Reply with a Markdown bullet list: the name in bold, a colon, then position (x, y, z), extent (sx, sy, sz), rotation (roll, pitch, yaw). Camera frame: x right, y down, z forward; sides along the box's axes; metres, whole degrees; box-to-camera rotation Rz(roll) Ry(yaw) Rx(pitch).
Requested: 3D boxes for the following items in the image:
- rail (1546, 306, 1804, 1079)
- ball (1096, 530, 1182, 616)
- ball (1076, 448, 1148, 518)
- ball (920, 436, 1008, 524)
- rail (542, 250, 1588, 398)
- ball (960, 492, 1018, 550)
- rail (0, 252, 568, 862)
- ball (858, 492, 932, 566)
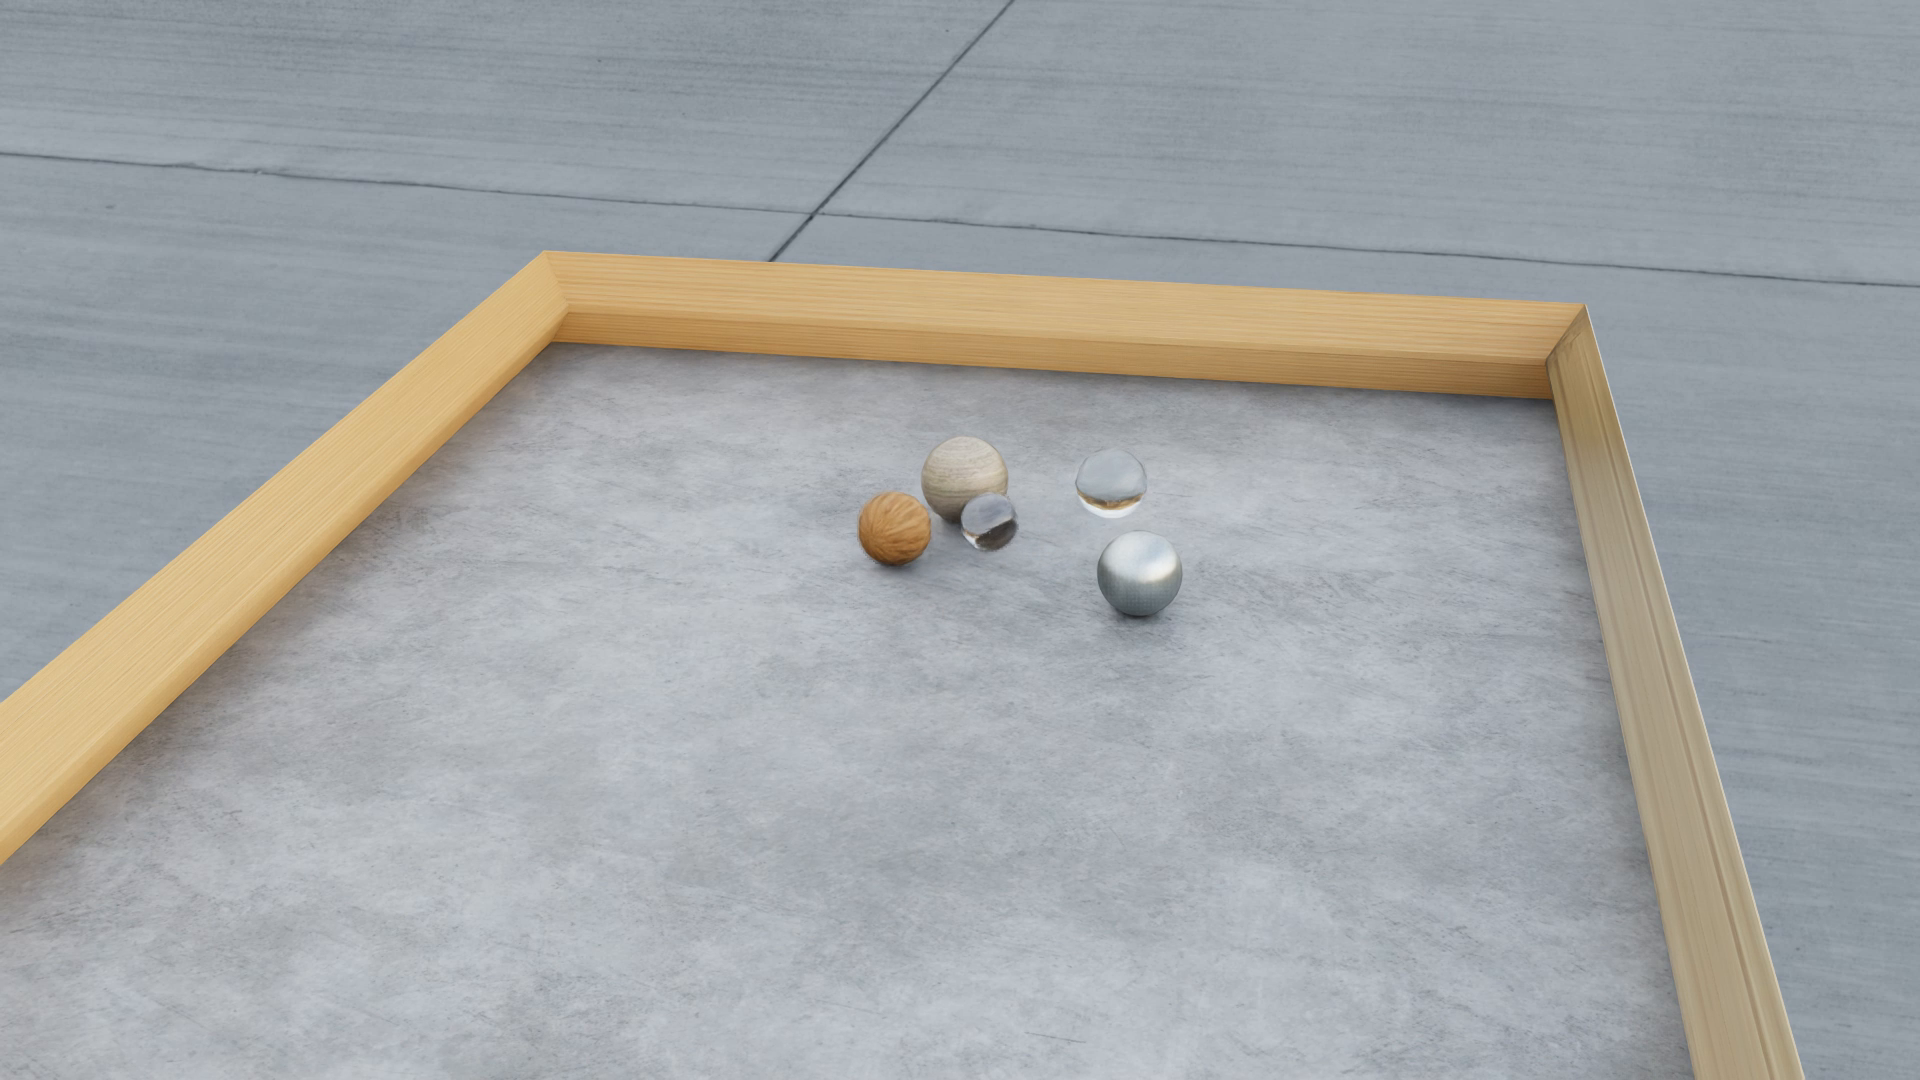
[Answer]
- **rail**: position (0.524, 0.280, 1.560), extent (0.045, 0.123, 2.552), rotation (4, 24, 9)
- **ball**: position (0.177, 0.032, 2.164), extent (0.085, 0.085, 0.085), rotation (0, 24, 0)
- **ball**: position (0.164, -0.061, 2.383), extent (0.077, 0.077, 0.077), rotation (0, 24, 0)
- **ball**: position (0.005, -0.065, 2.368), extent (0.095, 0.095, 0.095), rotation (0, 24, 0)
- **rail**: position (0.104, -0.268, 2.786), extent (1.330, 0.123, 0.045), rotation (4, 24, 9)
- **ball**: position (0.031, -0.019, 2.309), extent (0.061, 0.061, 0.061), rotation (0, 24, 0)
- **rail**: position (-0.741, 0.191, 1.759), extent (0.045, 0.123, 2.552), rotation (4, 24, 9)
- **ball**: position (-0.067, -0.012, 2.273), extent (0.076, 0.076, 0.076), rotation (0, 24, 0)
